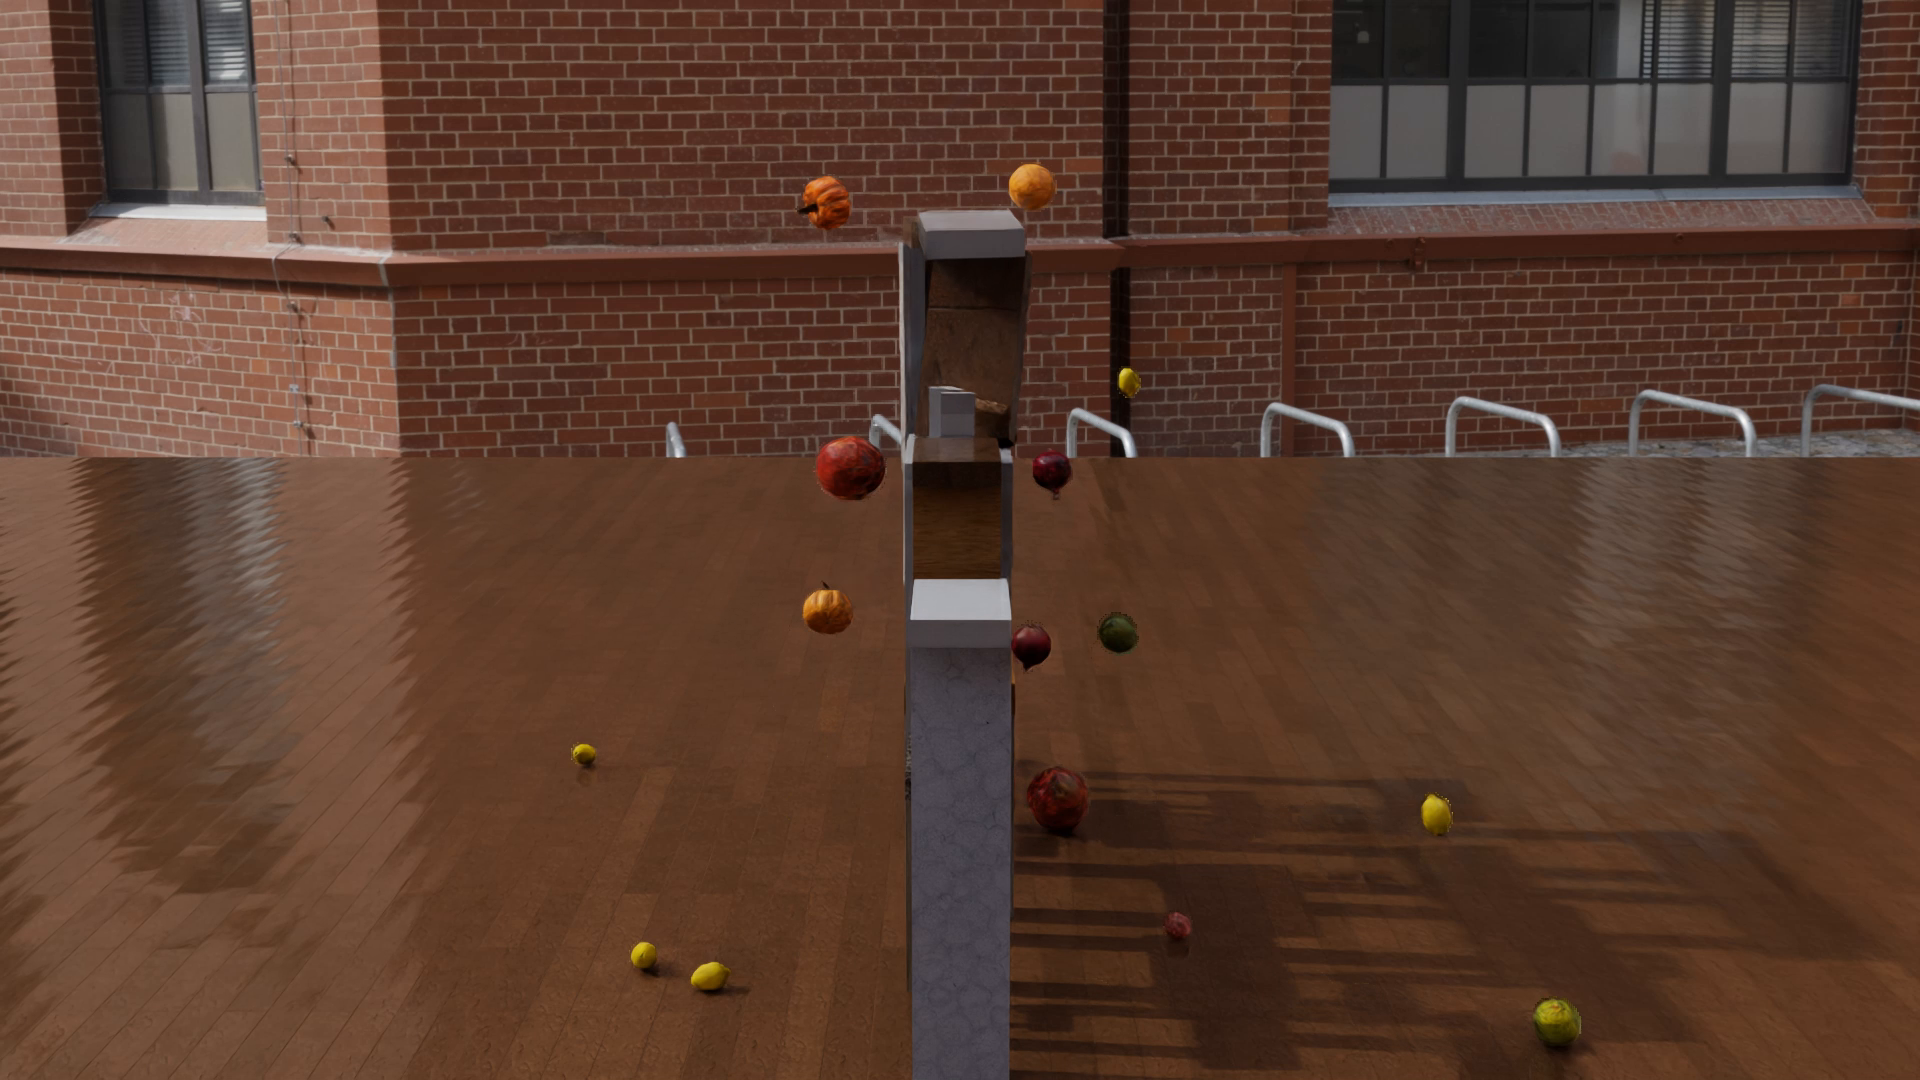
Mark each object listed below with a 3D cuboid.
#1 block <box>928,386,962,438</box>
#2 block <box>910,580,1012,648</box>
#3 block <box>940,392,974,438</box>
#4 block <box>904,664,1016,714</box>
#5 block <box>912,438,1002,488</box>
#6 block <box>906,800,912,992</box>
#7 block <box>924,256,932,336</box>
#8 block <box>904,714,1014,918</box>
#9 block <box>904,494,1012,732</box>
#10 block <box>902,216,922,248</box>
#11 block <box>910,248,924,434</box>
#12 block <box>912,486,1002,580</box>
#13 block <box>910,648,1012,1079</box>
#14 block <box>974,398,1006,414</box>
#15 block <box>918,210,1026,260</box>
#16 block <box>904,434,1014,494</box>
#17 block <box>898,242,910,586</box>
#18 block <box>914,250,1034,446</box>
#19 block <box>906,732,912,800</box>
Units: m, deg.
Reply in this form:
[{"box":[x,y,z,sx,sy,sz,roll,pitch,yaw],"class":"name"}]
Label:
[{"box":[-0.021,-0.183,3.358,0.050,0.100,0.014,3,18,10],"class":"block"},{"box":[0.001,0.096,2.934,0.130,0.037,0.259,0,11,0],"class":"block"},{"box":[-0.004,-0.171,3.294,0.050,0.100,0.014,0,10,0],"class":"block"},{"box":[-0.001,0.218,3.627,0.174,0.049,0.348,0,11,0],"class":"block"},{"box":[-0.005,-0.113,3.157,0.123,0.035,0.246,0,10,0],"class":"block"},{"box":[-0.003,0.515,3.243,0.151,0.302,0.043,0,11,0],"class":"block"},{"box":[0.017,-0.330,3.662,0.152,0.334,0.043,0,6,-2],"class":"block"},{"box":[-0.001,0.435,3.549,0.174,0.348,0.049,0,11,0],"class":"block"},{"box":[-0.002,0.106,3.354,0.162,0.376,0.046,0,11,0],"class":"block"},{"box":[-0.013,-0.537,3.823,0.159,0.045,0.319,-1,10,-4],"class":"block"},{"box":[-0.004,-0.334,3.732,0.159,0.319,0.045,0,8,0],"class":"block"},{"box":[-0.004,0.127,3.118,0.123,0.421,0.035,0,11,0],"class":"block"},{"box":[0.001,0.426,2.907,0.130,0.601,0.037,0,11,0],"class":"block"},{"box":[0.021,-0.211,3.387,0.100,0.014,0.050,13,4,-2],"class":"block"},{"box":[0.015,-0.490,3.511,0.152,0.043,0.304,-2,14,-3],"class":"block"},{"box":[-0.002,-0.120,3.421,0.162,0.046,0.323,0,11,0],"class":"block"},{"box":[-0.024,-0.226,3.979,0.159,0.622,0.045,-3,10,-11],"class":"block"},{"box":[0.022,-0.305,3.471,0.152,0.304,0.043,3,-10,16],"class":"block"},{"box":[-0.003,0.326,3.314,0.151,0.043,0.302,0,11,0],"class":"block"}]
